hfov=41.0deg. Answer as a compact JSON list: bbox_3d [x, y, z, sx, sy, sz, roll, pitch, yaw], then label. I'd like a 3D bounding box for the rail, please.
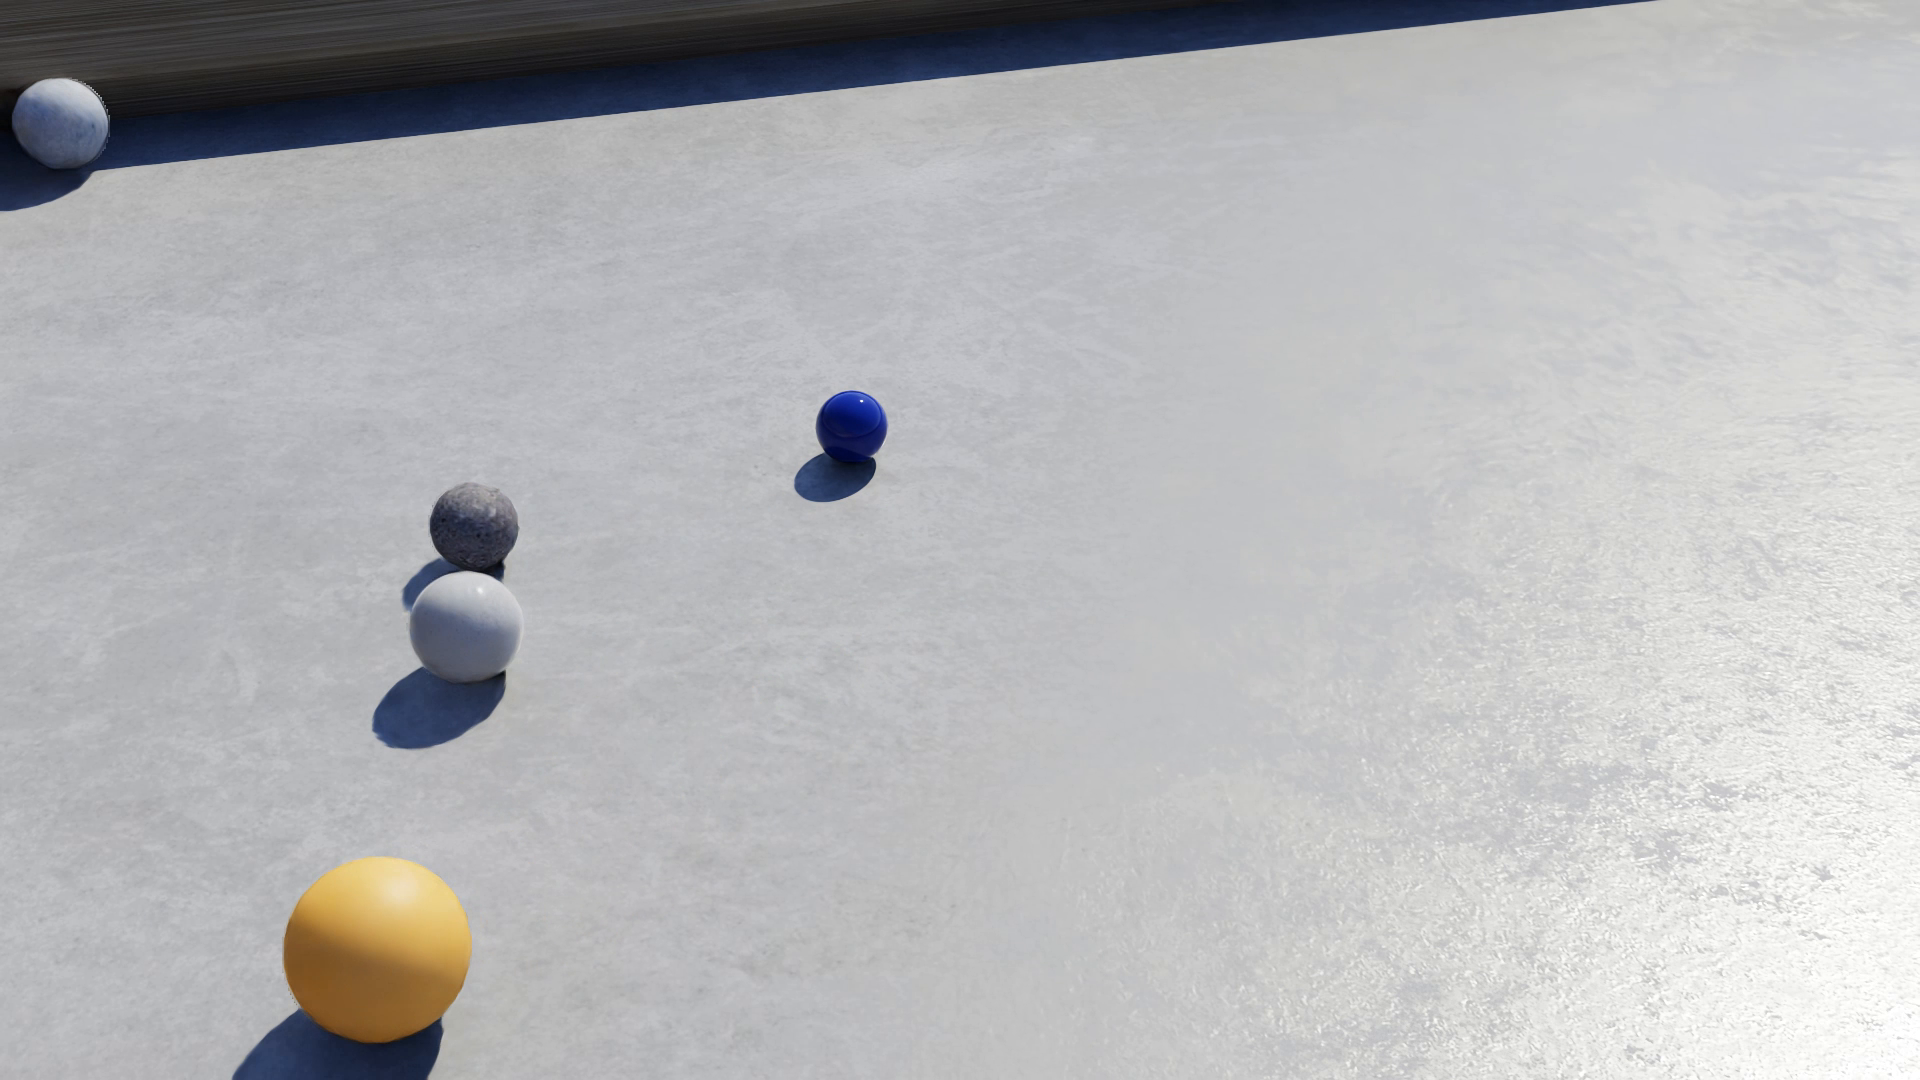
[{"bbox_3d":[0.517,-0.559,2.304,2.887,0.119,0.045,-8,37,-11],"label":"rail"}]

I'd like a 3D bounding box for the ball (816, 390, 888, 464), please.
[{"bbox_3d":[-0.071,-0.075,1.697,0.049,0.049,0.049,0,36,0],"label":"ball"}]

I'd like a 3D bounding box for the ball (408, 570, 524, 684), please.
[{"bbox_3d":[-0.290,0.051,1.508,0.067,0.067,0.067,0,36,0],"label":"ball"}]

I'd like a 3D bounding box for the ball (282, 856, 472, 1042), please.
[{"bbox_3d":[-0.290,0.204,1.277,0.092,0.092,0.092,0,36,0],"label":"ball"}]

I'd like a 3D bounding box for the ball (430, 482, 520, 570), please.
[{"bbox_3d":[-0.303,-0.009,1.601,0.055,0.055,0.055,0,36,0],"label":"ball"}]

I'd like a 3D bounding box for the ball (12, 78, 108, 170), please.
[{"bbox_3d":[-0.712,-0.329,2.029,0.072,0.072,0.072,0,36,0],"label":"ball"}]
